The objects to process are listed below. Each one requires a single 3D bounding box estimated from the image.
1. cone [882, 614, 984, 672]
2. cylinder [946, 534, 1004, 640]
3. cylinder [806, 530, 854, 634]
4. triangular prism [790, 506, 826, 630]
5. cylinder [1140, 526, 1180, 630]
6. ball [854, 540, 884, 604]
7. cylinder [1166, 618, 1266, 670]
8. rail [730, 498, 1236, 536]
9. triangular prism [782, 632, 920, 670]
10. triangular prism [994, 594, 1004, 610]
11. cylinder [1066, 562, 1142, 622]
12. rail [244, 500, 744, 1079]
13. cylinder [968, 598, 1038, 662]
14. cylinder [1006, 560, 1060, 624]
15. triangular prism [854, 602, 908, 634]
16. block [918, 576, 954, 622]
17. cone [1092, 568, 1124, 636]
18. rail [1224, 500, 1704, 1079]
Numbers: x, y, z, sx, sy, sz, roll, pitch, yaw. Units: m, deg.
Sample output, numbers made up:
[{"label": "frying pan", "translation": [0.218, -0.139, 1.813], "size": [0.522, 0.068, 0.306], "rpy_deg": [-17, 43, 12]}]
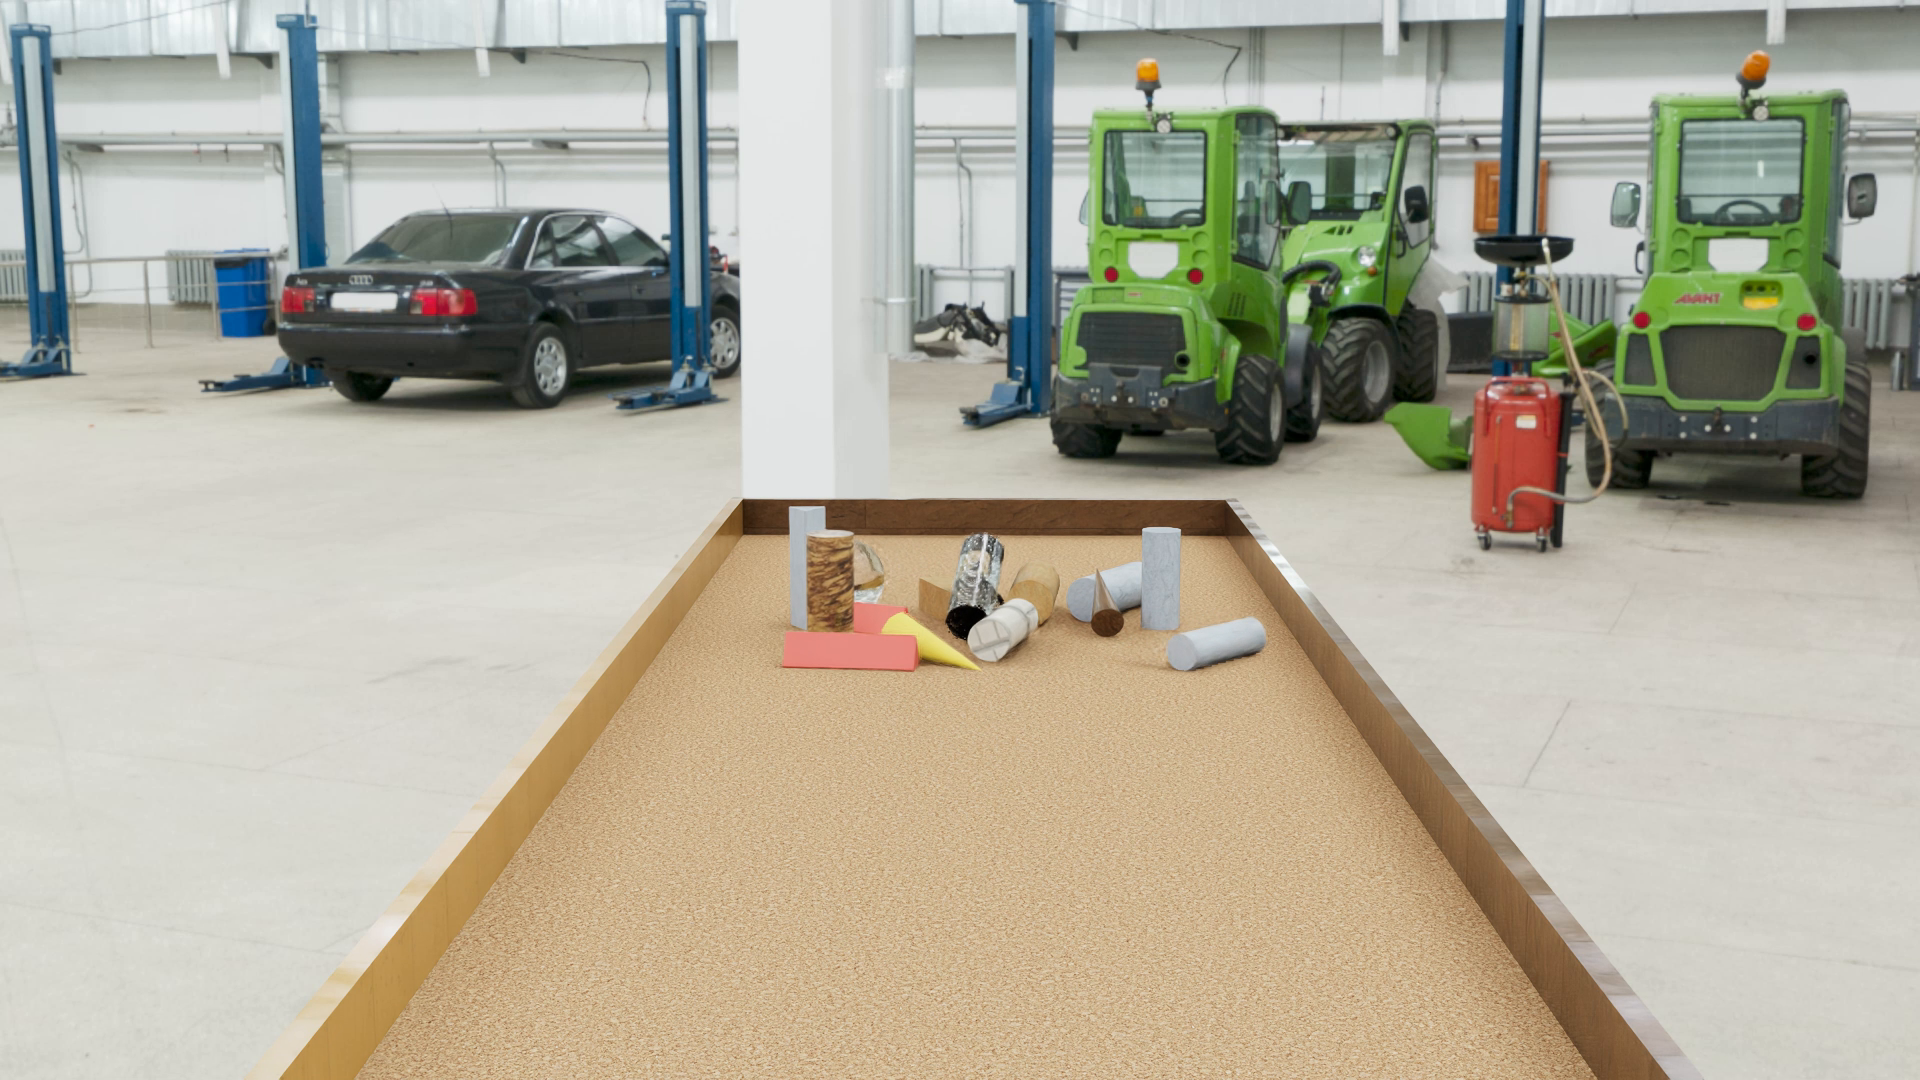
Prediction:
[{"label": "cone", "translation": [-0.062, 0.340, 6.657], "size": [0.373, 0.132, 0.132], "rpy_deg": [21, 21, 40]}, {"label": "cylinder", "translation": [0.051, 0.150, 7.102], "size": [0.143, 0.143, 0.382], "rpy_deg": [1, 36, 8]}, {"label": "cylinder", "translation": [-0.408, 0.153, 6.924], "size": [0.150, 0.350, 0.150], "rpy_deg": [0, 9, 0]}, {"label": "triangular prism", "translation": [-0.484, 0.089, 7.196], "size": [0.099, 0.392, 0.115], "rpy_deg": [-5, 10, -30]}, {"label": "cylinder", "translation": [0.657, 0.126, 7.191], "size": [0.126, 0.321, 0.126], "rpy_deg": [0, 9, 0]}, {"label": "ball", "translation": [-0.384, 0.128, 7.351], "size": [0.266, 0.266, 0.266], "rpy_deg": [0, 9, 0]}, {"label": "cylinder", "translation": [0.780, 0.314, 6.672], "size": [0.111, 0.111, 0.359], "rpy_deg": [8, 12, 42]}, {"label": "rail", "translation": [0.099, -0.098, 9.147], "size": [2.100, 0.150, 0.050], "rpy_deg": [0, 9, 1]}, {"label": "triangular prism", "translation": [-0.327, 0.328, 6.610], "size": [0.397, 0.098, 0.113], "rpy_deg": [1, 9, 7]}, {"label": "triangular prism", "translation": [0.105, 0.190, 7.517], "size": [0.101, 0.087, 0.377], "rpy_deg": [-1, 9, -7]}, {"label": "cylinder", "translation": [0.517, 0.173, 7.444], "size": [0.149, 0.149, 0.383], "rpy_deg": [5, 10, 31]}, {"label": "rail", "translation": [-1.004, 0.839, 3.234], "size": [0.050, 0.150, 12.000], "rpy_deg": [0, 9, 1]}, {"label": "cylinder", "translation": [0.138, 0.278, 6.843], "size": [0.129, 0.129, 0.365], "rpy_deg": [3, 9, 16]}, {"label": "cylinder", "translation": [0.249, 0.177, 7.404], "size": [0.154, 0.154, 0.396], "rpy_deg": [1, 9, 6]}, {"label": "triangular prism", "translation": [-0.306, 0.248, 7.145], "size": [0.303, 0.089, 0.103], "rpy_deg": [5, 10, 29]}, {"label": "block", "translation": [-0.023, 0.206, 7.360], "size": [0.109, 0.109, 0.370], "rpy_deg": [-3, 10, -21]}, {"label": "cone", "translation": [0.463, 0.177, 7.170], "size": [0.106, 0.106, 0.343], "rpy_deg": [0, 31, -3]}, {"label": "rail", "translation": [1.046, 0.843, 3.208], "size": [0.050, 0.150, 12.000], "rpy_deg": [0, 9, 1]}]
